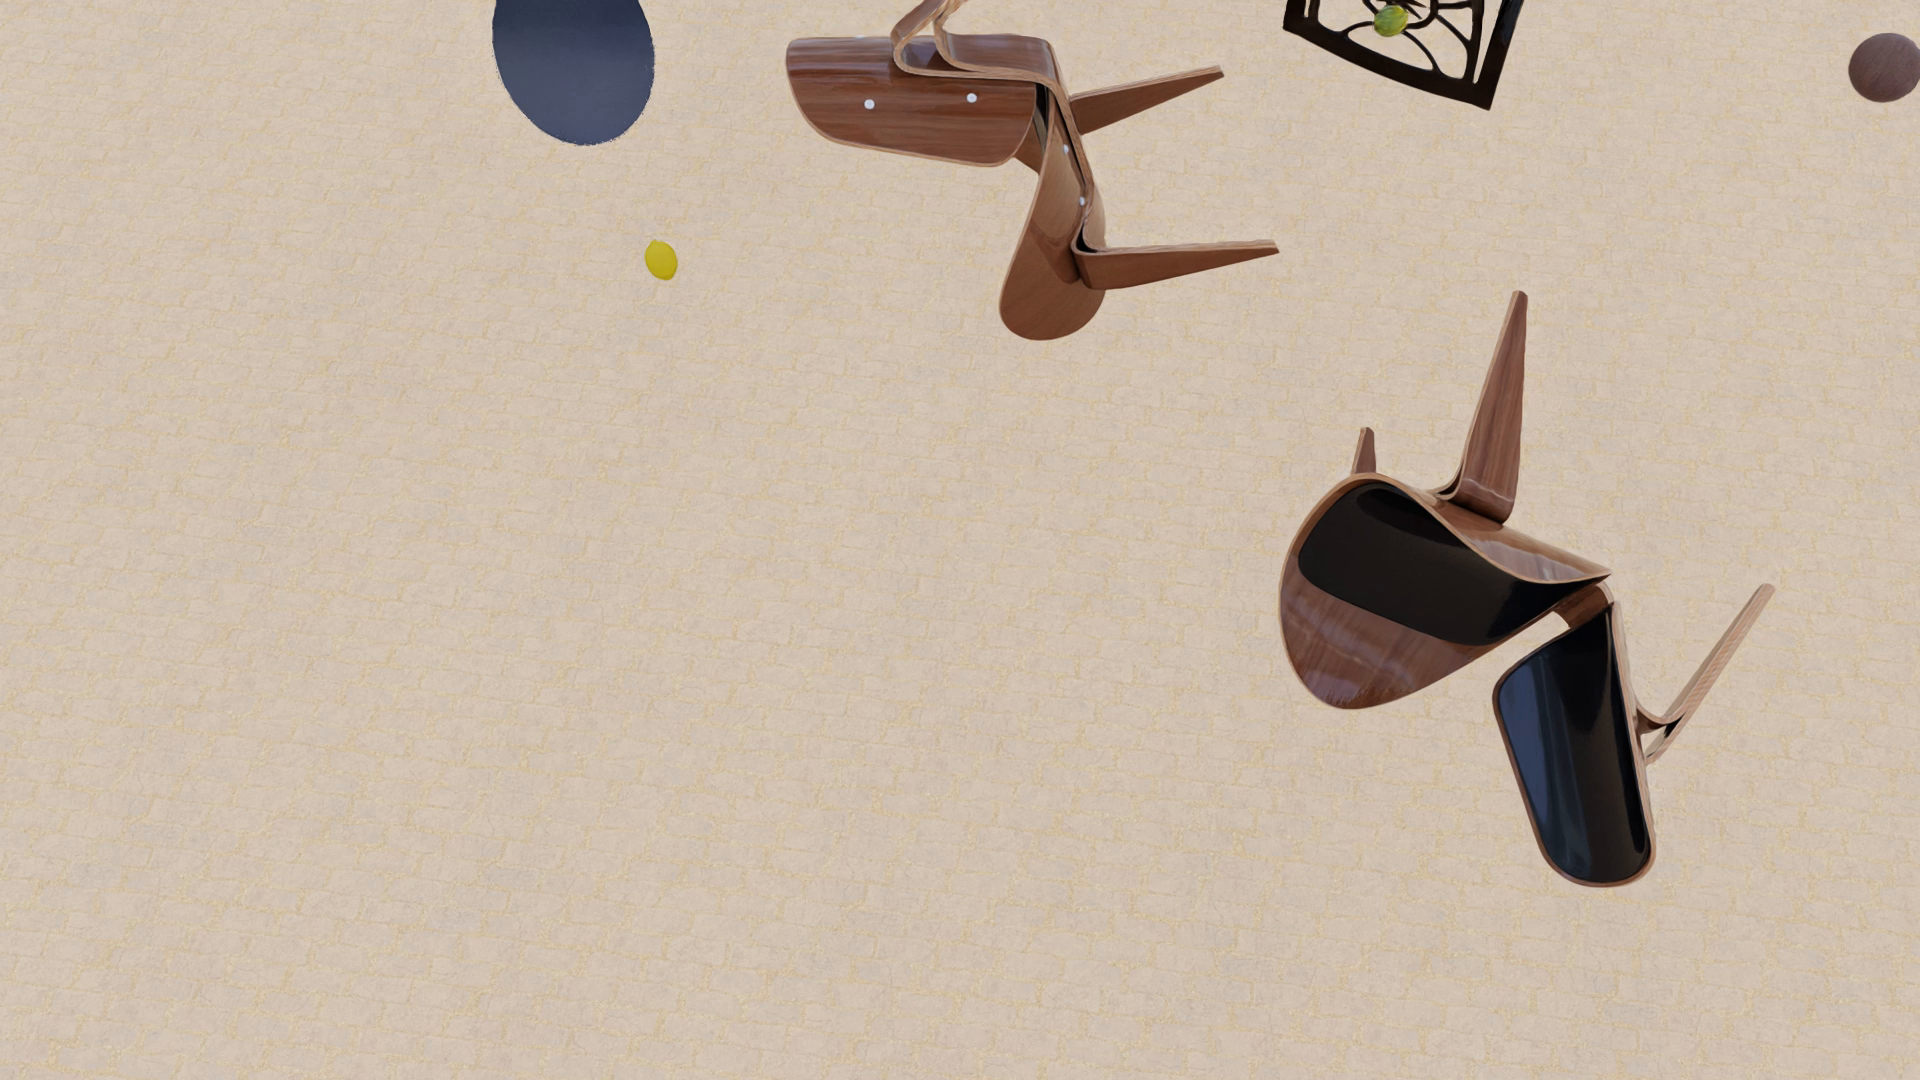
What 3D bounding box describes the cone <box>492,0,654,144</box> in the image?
[{"bbox_3d":[-0.536,-0.608,2.828,0.211,0.231,0.242,-13,95,-30],"label":"cone"}]
